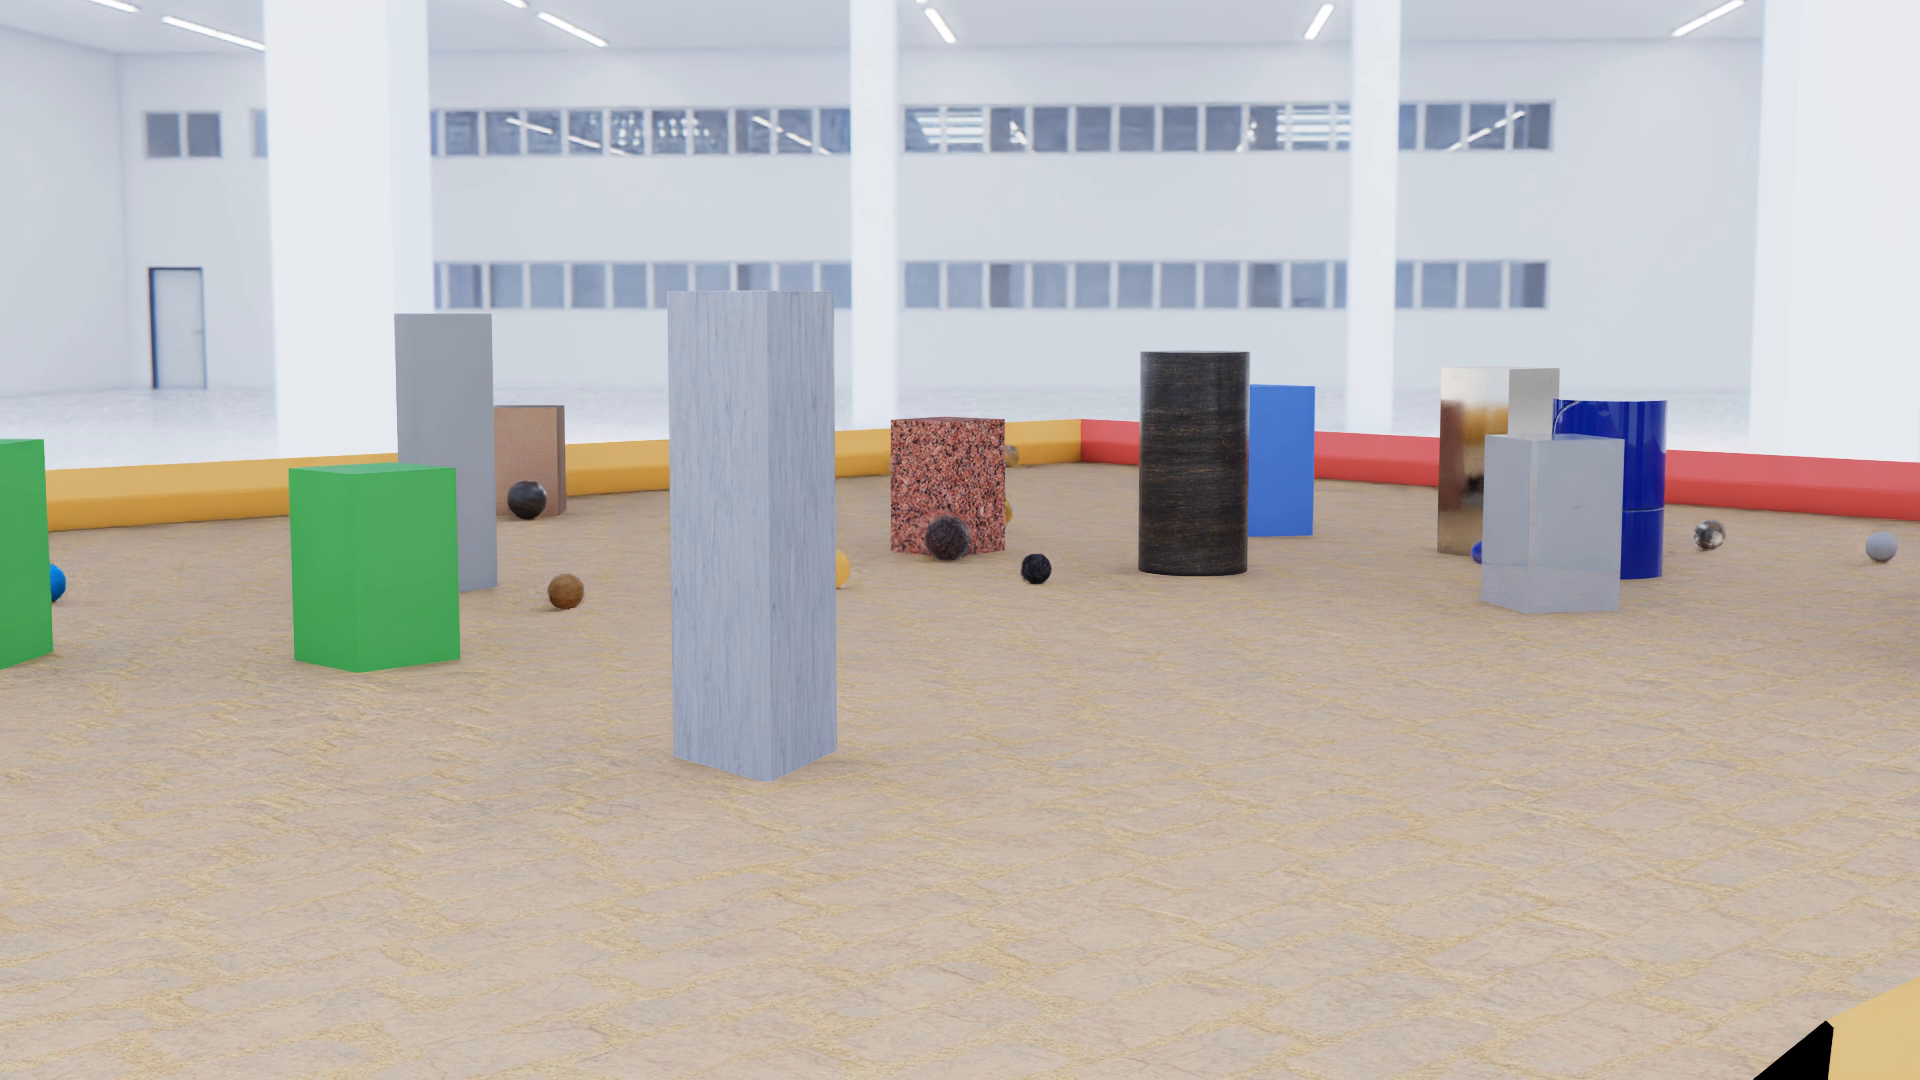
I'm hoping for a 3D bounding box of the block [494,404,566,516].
[{"bbox_3d":[-0.934,-0.173,4.744,0.147,0.229,0.147,0,6,-4],"label":"block"}]

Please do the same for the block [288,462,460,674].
[{"bbox_3d":[-0.736,0.030,2.767,0.147,0.243,0.147,6,8,43],"label":"block"}]

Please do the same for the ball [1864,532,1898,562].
[{"bbox_3d":[1.608,0.012,3.838,0.053,0.053,0.053,0,6,0],"label":"ball"}]

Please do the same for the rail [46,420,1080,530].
[{"bbox_3d":[-1.333,-0.122,4.769,4.617,0.119,0.045,-6,8,-42],"label":"rail"}]

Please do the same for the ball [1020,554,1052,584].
[{"bbox_3d":[0.122,0.046,3.532,0.050,0.050,0.050,0,6,0],"label":"ball"}]

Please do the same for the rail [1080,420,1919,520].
[{"bbox_3d":[1.679,-0.133,4.873,0.045,0.119,3.978,-6,8,-42],"label":"rail"}]

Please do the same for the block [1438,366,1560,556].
[{"bbox_3d":[0.967,-0.142,3.951,0.147,0.334,0.147,-5,8,-39],"label":"block"}]

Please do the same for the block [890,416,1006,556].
[{"bbox_3d":[-0.022,-0.099,3.999,0.147,0.240,0.147,5,8,40],"label":"block"}]

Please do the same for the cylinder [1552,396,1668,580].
[{"bbox_3d":[1.080,-0.090,3.669,0.184,0.291,0.184,0,6,0],"label":"cylinder"}]

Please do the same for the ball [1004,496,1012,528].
[{"bbox_3d":[0.065,-0.056,4.353,0.079,0.079,0.079,0,6,0],"label":"ball"}]

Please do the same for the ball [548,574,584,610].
[{"bbox_3d":[-0.580,0.076,3.237,0.053,0.053,0.053,0,6,0],"label":"ball"}]

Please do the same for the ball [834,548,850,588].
[{"bbox_3d":[-0.204,0.045,3.475,0.063,0.063,0.063,0,6,0],"label":"ball"}]

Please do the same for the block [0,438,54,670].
[{"bbox_3d":[-1.248,0.015,2.757,0.147,0.275,0.147,0,6,3],"label":"block"}]

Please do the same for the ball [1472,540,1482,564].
[{"bbox_3d":[0.904,0.022,3.792,0.043,0.043,0.043,0,6,0],"label":"ball"}]

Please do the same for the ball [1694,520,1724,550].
[{"bbox_3d":[1.372,-0.009,4.027,0.054,0.054,0.054,0,6,0],"label":"ball"}]

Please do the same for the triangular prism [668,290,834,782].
[{"bbox_3d":[-0.180,-0.012,2.146,0.138,0.459,0.159,-5,8,-40],"label":"triangular prism"}]

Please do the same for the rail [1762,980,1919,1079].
[{"bbox_3d":[1.333,0.184,1.896,4.617,0.119,0.045,-6,8,-42],"label":"rail"}]

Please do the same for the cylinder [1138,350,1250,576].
[{"bbox_3d":[0.394,-0.133,3.705,0.184,0.368,0.184,0,6,0],"label":"cylinder"}]

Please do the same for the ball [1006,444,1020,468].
[{"bbox_3d":[0.132,-0.230,6.054,0.064,0.064,0.064,0,6,0],"label":"ball"}]

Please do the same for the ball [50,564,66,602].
[{"bbox_3d":[-1.375,0.065,3.303,0.061,0.061,0.061,0,6,0],"label":"ball"}]

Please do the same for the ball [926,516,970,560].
[{"bbox_3d":[-0.022,-0.004,3.859,0.079,0.079,0.079,0,6,0],"label":"ball"}]

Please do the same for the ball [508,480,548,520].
[{"bbox_3d":[-0.905,-0.084,4.602,0.082,0.082,0.082,0,6,0],"label":"ball"}]

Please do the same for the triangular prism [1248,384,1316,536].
[{"bbox_3d":[0.596,-0.159,4.323,0.159,0.290,0.138,-1,6,-12],"label":"triangular prism"}]

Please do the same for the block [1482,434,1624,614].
[{"bbox_3d":[0.879,-0.027,3.268,0.147,0.251,0.147,-1,6,-13],"label":"block"}]

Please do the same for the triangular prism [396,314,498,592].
[{"bbox_3d":[-0.839,-0.139,3.457,0.138,0.433,0.159,5,8,39],"label":"triangular prism"}]

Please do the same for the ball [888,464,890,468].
[{"bbox_3d":[-0.158,-0.195,5.757,0.058,0.058,0.058,0,6,0],"label":"ball"}]
